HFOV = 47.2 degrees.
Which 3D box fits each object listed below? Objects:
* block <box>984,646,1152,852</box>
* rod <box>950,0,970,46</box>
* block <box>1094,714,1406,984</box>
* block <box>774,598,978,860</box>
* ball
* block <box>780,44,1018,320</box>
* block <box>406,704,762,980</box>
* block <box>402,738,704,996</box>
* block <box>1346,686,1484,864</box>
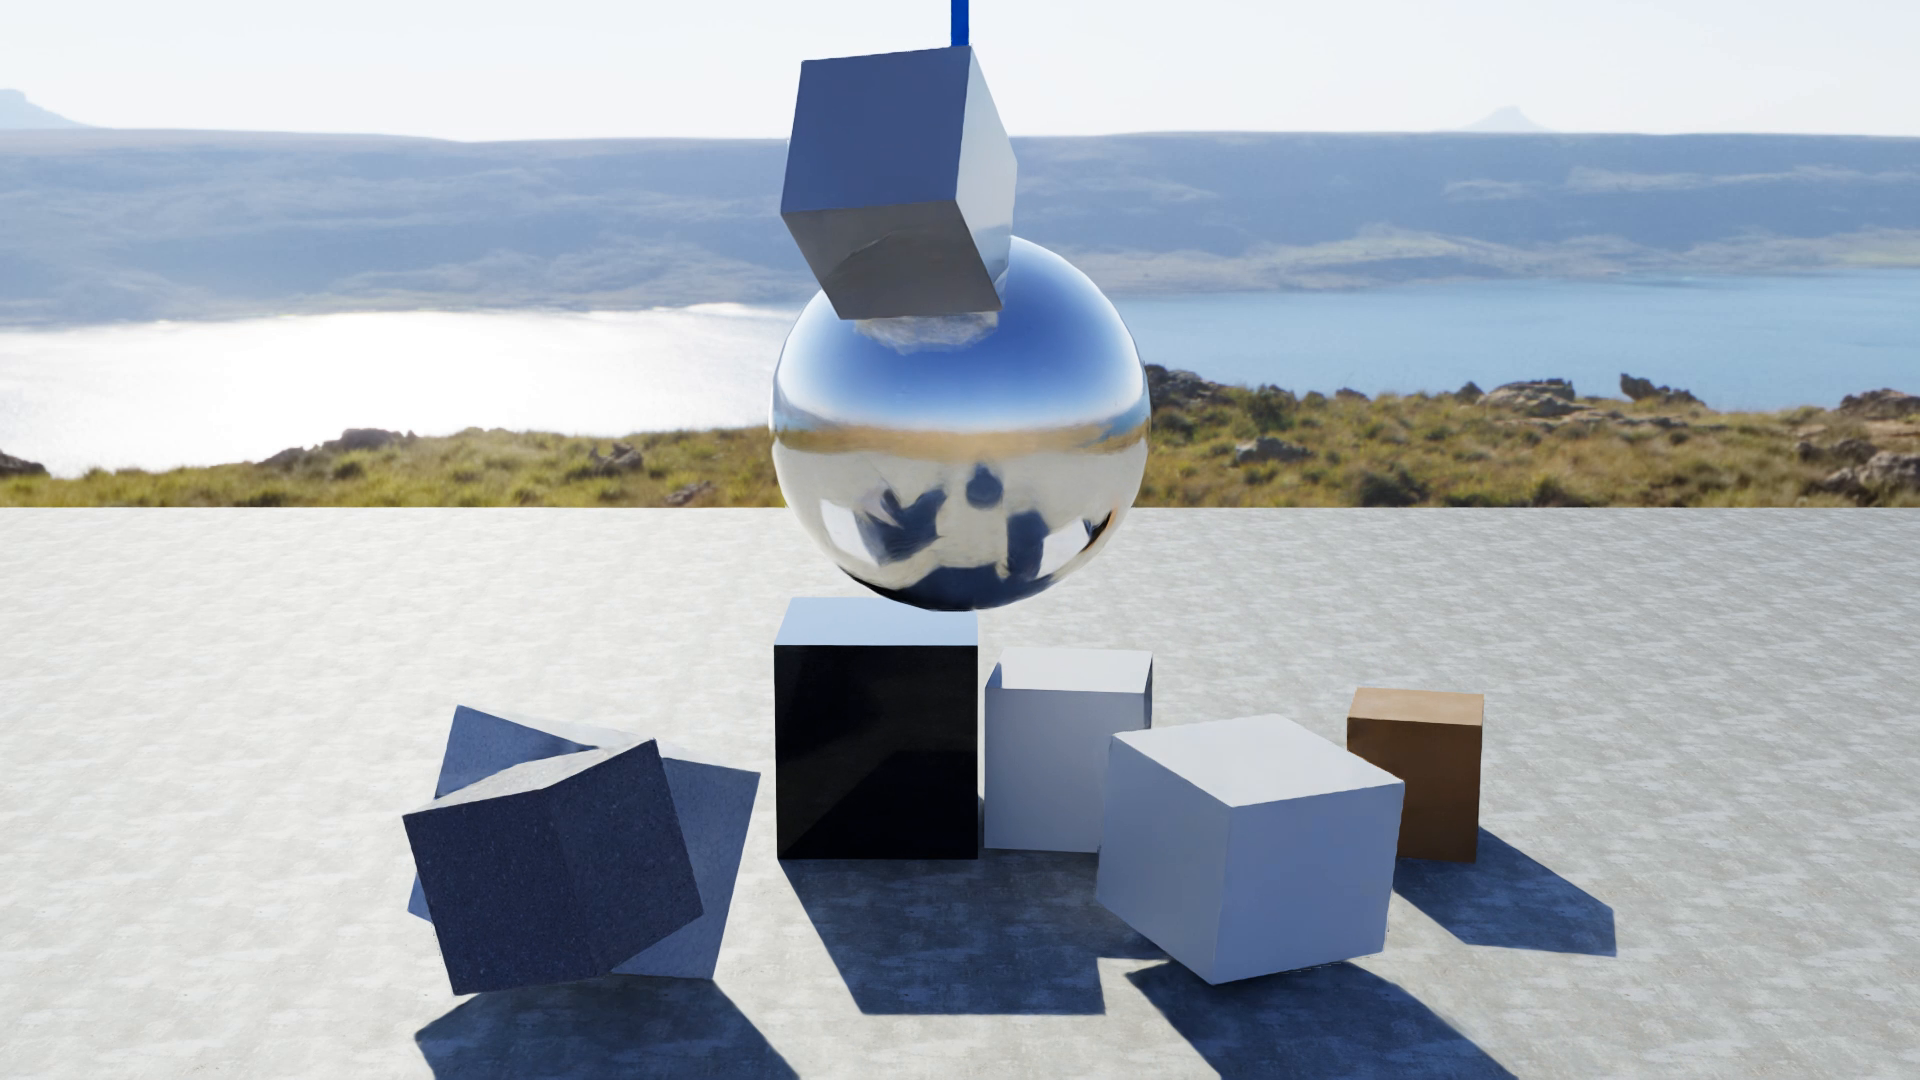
[{"bbox_3d":[0.574,1.069,11.372,0.789,0.829,0.908,1,10,8],"label":"block"},{"bbox_3d":[0.000,-3.863,9.652,0.080,5.200,0.080,0,-8,0],"label":"rod"},{"bbox_3d":[1.231,1.300,9.456,0.897,0.777,0.888,-4,17,-29],"label":"block"},{"bbox_3d":[-0.407,0.943,11.339,0.994,1.087,1.138,0,10,0],"label":"block"},{"bbox_3d":[0.000,-0.495,9.183,1.600,1.600,1.600,0,10,0],"label":"ball"},{"bbox_3d":[-0.211,-1.336,8.314,0.659,0.683,0.742,-2,-26,15],"label":"block"},{"bbox_3d":[-1.587,1.277,9.310,0.894,0.895,0.969,10,-4,44],"label":"block"},{"bbox_3d":[-1.483,1.193,8.069,0.676,0.688,0.667,-13,4,29],"label":"block"},{"bbox_3d":[2.303,1.177,11.136,0.644,0.700,0.635,3,11,14],"label":"block"}]
